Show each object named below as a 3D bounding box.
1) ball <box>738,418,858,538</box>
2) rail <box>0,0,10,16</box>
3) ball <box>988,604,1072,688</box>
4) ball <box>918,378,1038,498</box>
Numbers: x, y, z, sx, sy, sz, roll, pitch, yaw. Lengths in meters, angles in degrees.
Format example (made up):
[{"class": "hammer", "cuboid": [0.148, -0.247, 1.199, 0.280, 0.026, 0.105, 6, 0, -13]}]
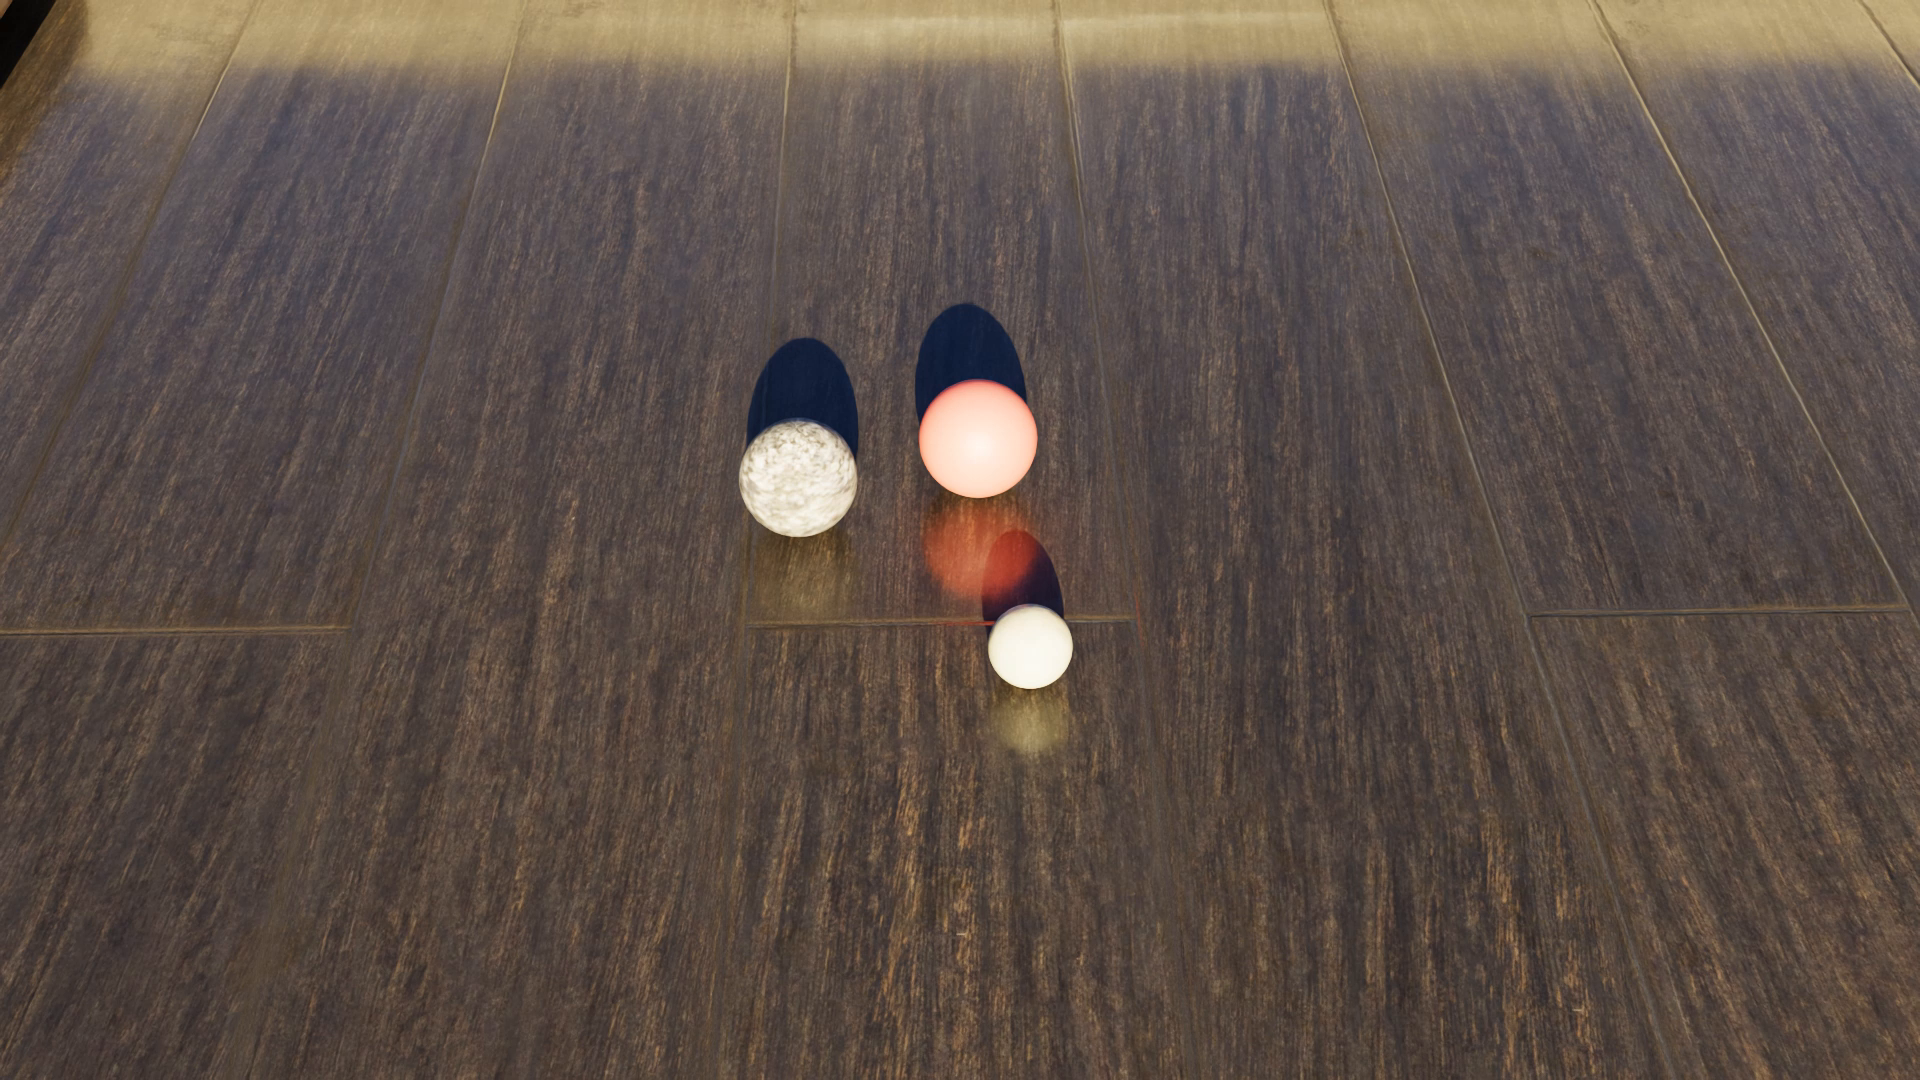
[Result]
[{"class": "ball", "cuboid": [-0.107, -0.042, 1.701, 0.079, 0.079, 0.079, 0, 36, 0]}, {"class": "rail", "cuboid": [-0.847, -0.010, 1.621, 0.045, 0.121, 2.080, -1, 36, -1]}, {"class": "ball", "cuboid": [0.043, 0.065, 1.578, 0.053, 0.053, 0.053, 0, 36, 0]}, {"class": "ball", "cuboid": [0.012, -0.069, 1.738, 0.081, 0.081, 0.081, 0, 36, 0]}]
